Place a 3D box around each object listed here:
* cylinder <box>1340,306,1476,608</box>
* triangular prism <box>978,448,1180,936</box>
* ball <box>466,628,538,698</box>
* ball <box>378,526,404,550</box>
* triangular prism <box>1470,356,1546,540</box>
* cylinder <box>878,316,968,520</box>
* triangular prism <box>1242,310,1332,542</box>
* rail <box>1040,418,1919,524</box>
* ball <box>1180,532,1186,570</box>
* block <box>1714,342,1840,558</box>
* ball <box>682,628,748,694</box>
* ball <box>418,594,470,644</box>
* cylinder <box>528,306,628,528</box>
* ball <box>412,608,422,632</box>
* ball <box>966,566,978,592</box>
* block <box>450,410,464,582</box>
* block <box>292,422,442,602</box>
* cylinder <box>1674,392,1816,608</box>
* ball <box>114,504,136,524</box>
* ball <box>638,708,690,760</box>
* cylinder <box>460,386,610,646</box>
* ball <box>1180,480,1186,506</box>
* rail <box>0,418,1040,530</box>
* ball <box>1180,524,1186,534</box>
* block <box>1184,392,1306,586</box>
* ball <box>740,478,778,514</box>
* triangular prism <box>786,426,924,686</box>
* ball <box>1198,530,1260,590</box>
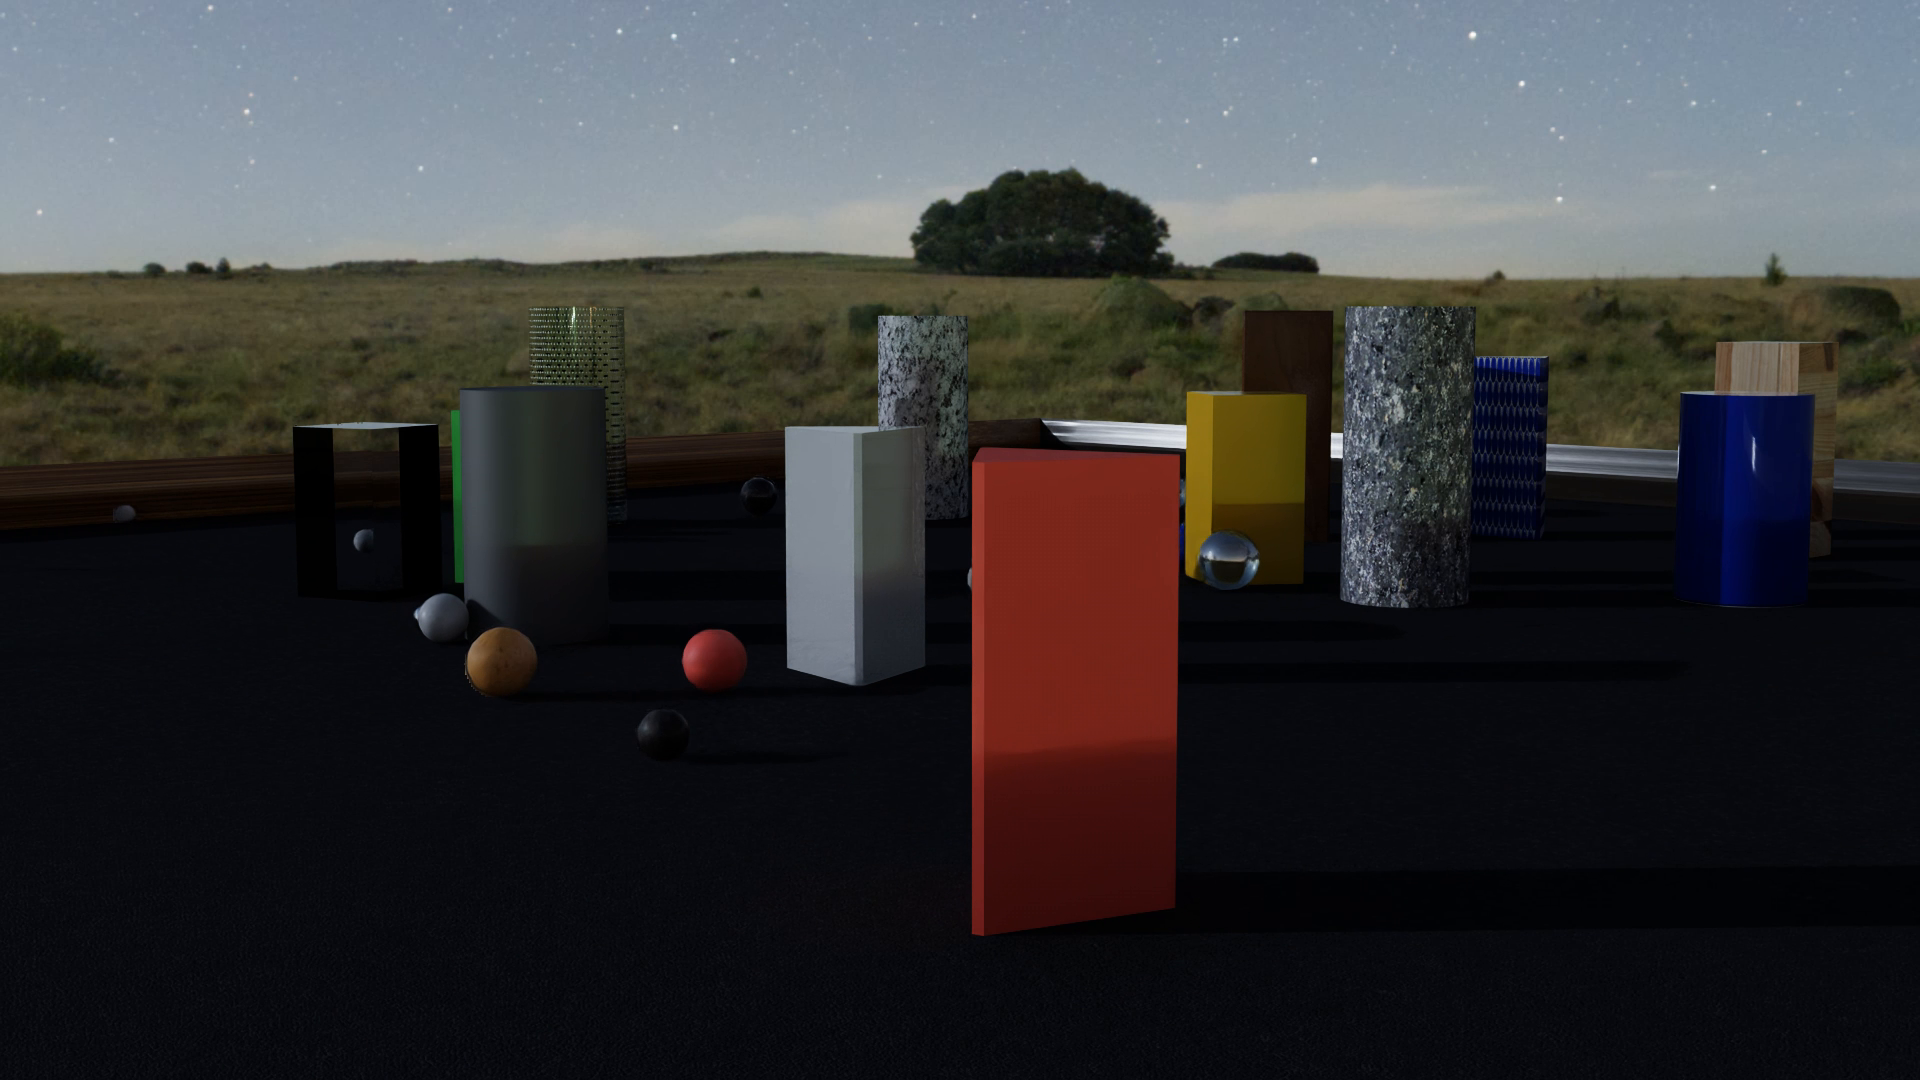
[{"bbox_3d":[0.684,-0.132,3.366,0.195,0.449,0.195,0,6,0],"label":"cylinder"},{"bbox_3d":[0.053,0.103,1.656,0.169,0.338,0.146,-3,7,-27],"label":"triangular prism"},{"bbox_3d":[-0.527,0.141,2.533,0.081,0.081,0.081,0,6,0],"label":"ball"},{"bbox_3d":[-1.055,-0.004,4.080,0.045,0.045,0.045,0,6,0],"label":"ball"},{"bbox_3d":[1.117,-0.187,4.356,0.146,0.352,0.169,-6,8,-42],"label":"triangular prism"},{"bbox_3d":[-0.079,-0.268,4.749,0.195,0.431,0.195,0,6,0],"label":"cylinder"},{"bbox_3d":[0.635,-0.225,4.290,0.169,0.443,0.146,1,6,8],"label":"triangular prism"},{"bbox_3d":[1.672,-0.128,4.866,0.045,0.127,4.288,-5,8,-42],"label":"rail"},{"bbox_3d":[0.388,0.019,3.770,0.065,0.065,0.065,0,6,0],"label":"ball"},{"bbox_3d":[1.478,-0.166,3.994,0.156,0.386,0.156,-6,8,-44],"label":"block"},{"bbox_3d":[-0.286,0.141,2.561,0.075,0.075,0.075,0,6,0],"label":"ball"},{"bbox_3d":[-0.691,0.105,2.943,0.067,0.067,0.067,0,6,0],"label":"ball"},{"bbox_3d":[-0.789,-0.256,4.548,0.195,0.450,0.195,0,6,0],"label":"cylinder"},{"bbox_3d":[-0.733,0.109,3.031,0.040,0.040,0.040,0,6,0],"label":"ball"},{"bbox_3d":[0.032,0.061,3.471,0.043,0.043,0.043,0,6,0],"label":"ball"},{"bbox_3d":[-0.731,-0.076,3.640,0.156,0.281,0.156,2,6,14],"label":"block"},{"bbox_3d":[-0.927,-0.047,3.447,0.156,0.264,0.156,3,7,26],"label":"block"},{"bbox_3d":[1.202,-0.066,3.373,0.195,0.317,0.195,0,6,0],"label":"cylinder"},{"bbox_3d":[-1.739,-0.054,4.582,0.041,0.041,0.041,0,6,0],"label":"ball"},{"bbox_3d":[-0.293,0.193,2.178,0.052,0.052,0.052,0,6,0],"label":"ball"},{"bbox_3d":[-0.580,-0.037,3.000,0.195,0.338,0.195,0,6,0],"label":"cylinder"},{"bbox_3d":[0.479,-0.106,4.941,0.070,0.070,0.070,0,6,0],"label":"ball"},{"bbox_3d":[-1.438,-0.129,4.882,4.597,0.127,0.045,-5,8,-42],"label":"rail"},{"bbox_3d":[0.419,-0.006,4.079,0.049,0.049,0.049,0,6,0],"label":"ball"},{"bbox_3d":[0.469,-0.088,3.629,0.156,0.308,0.156,-1,6,-10],"label":"block"},{"bbox_3d":[-0.439,-0.096,4.792,0.080,0.080,0.080,0,6,0],"label":"ball"},{"bbox_3d":[-0.106,0.013,2.703,0.146,0.300,0.169,-4,7,-34],"label":"triangular prism"},{"bbox_3d":[0.427,0.032,3.494,0.097,0.097,0.097,0,6,0],"label":"ball"}]
